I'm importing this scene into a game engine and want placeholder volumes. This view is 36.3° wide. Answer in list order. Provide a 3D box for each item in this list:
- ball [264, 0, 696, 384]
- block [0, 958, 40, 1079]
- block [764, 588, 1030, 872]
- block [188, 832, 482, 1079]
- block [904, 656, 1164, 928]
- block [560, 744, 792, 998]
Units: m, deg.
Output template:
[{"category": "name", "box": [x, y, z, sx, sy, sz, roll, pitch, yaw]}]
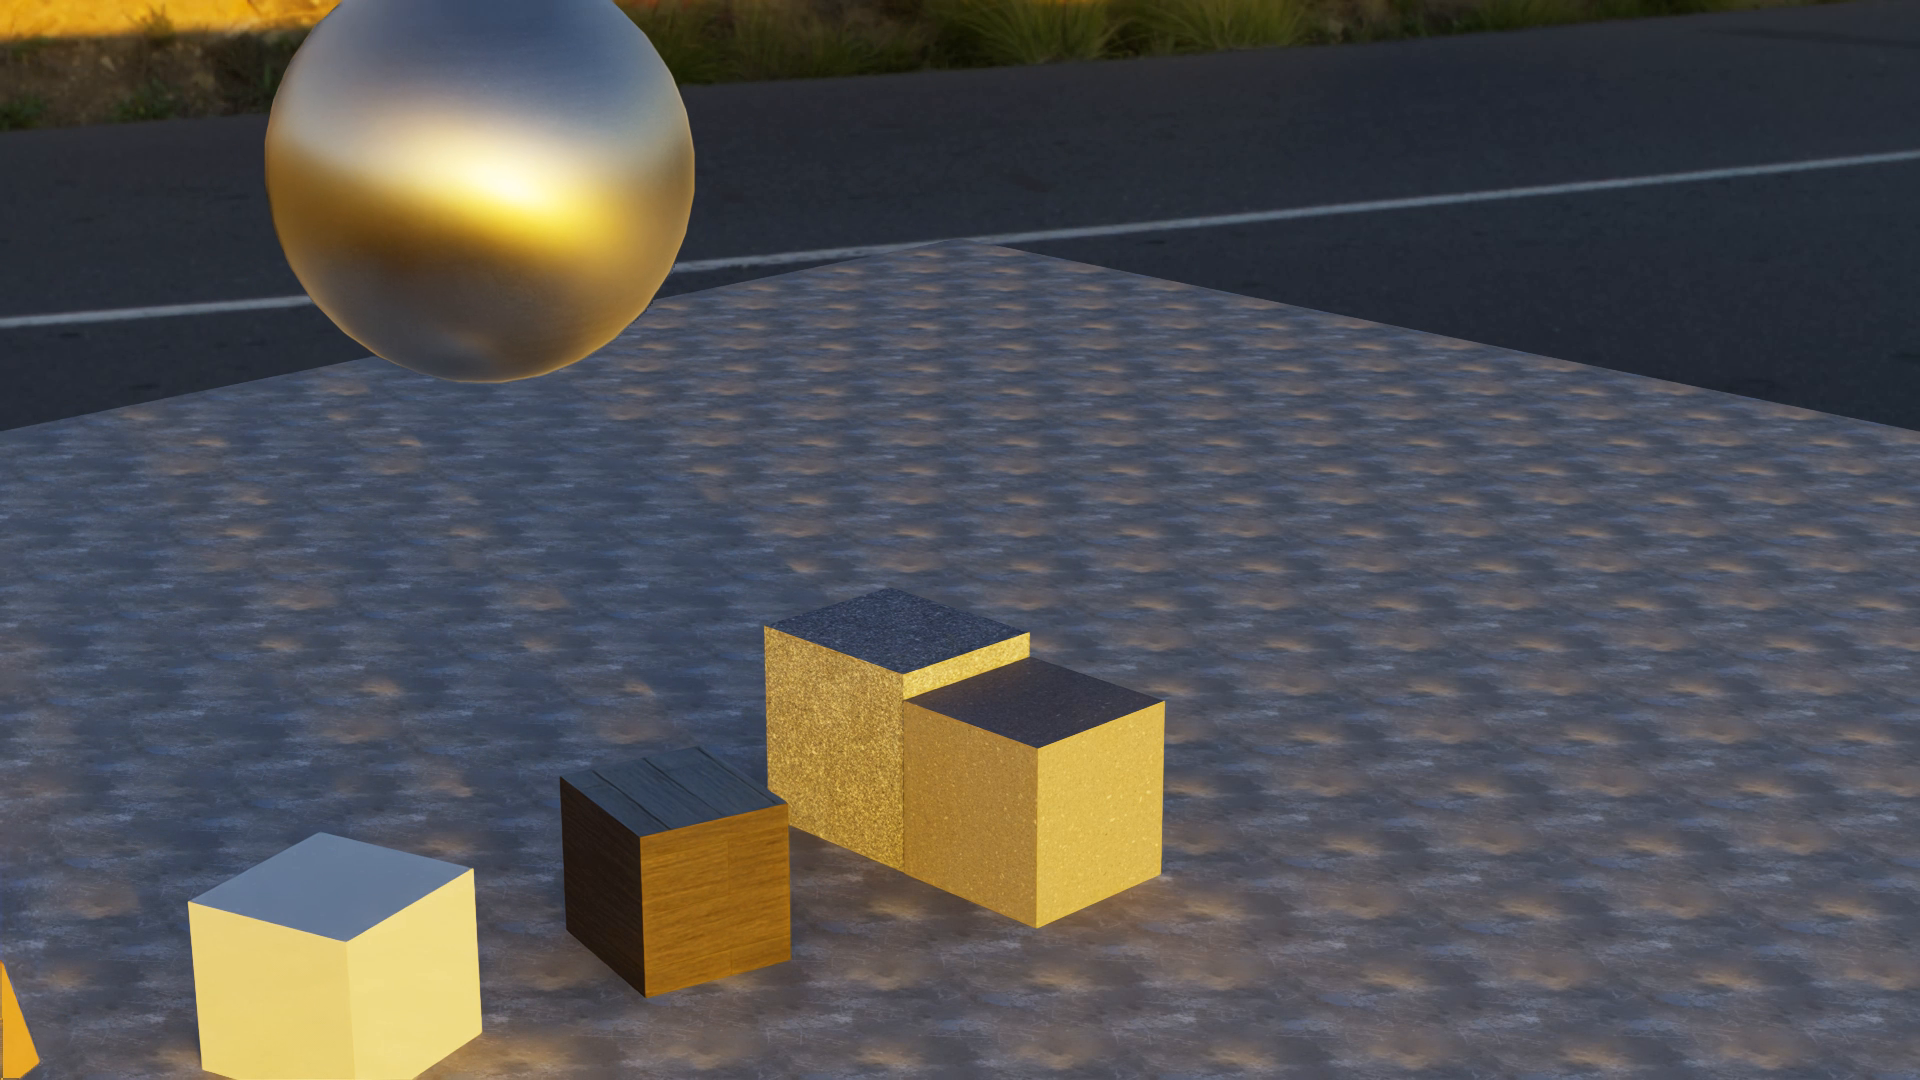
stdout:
[{"category": "ball", "box": [-1.797, -1.391, 11.021, 1.600, 1.600, 1.600, 0, 17, 0]}, {"category": "block", "box": [-3.379, 1.489, 9.042, 0.623, 0.665, 0.619, -13, 12, 19]}, {"category": "block", "box": [-0.298, 0.880, 13.929, 0.819, 0.969, 0.946, -17, 24, -42]}, {"category": "block", "box": [-2.479, 1.709, 11.694, 0.784, 0.728, 0.784, 9, 20, 27]}, {"category": "block", "box": [0.334, 1.129, 13.338, 0.829, 0.849, 0.835, -17, 24, -42]}, {"category": "block", "box": [-1.228, 1.412, 12.636, 0.693, 0.728, 0.790, -11, 20, -30]}]
